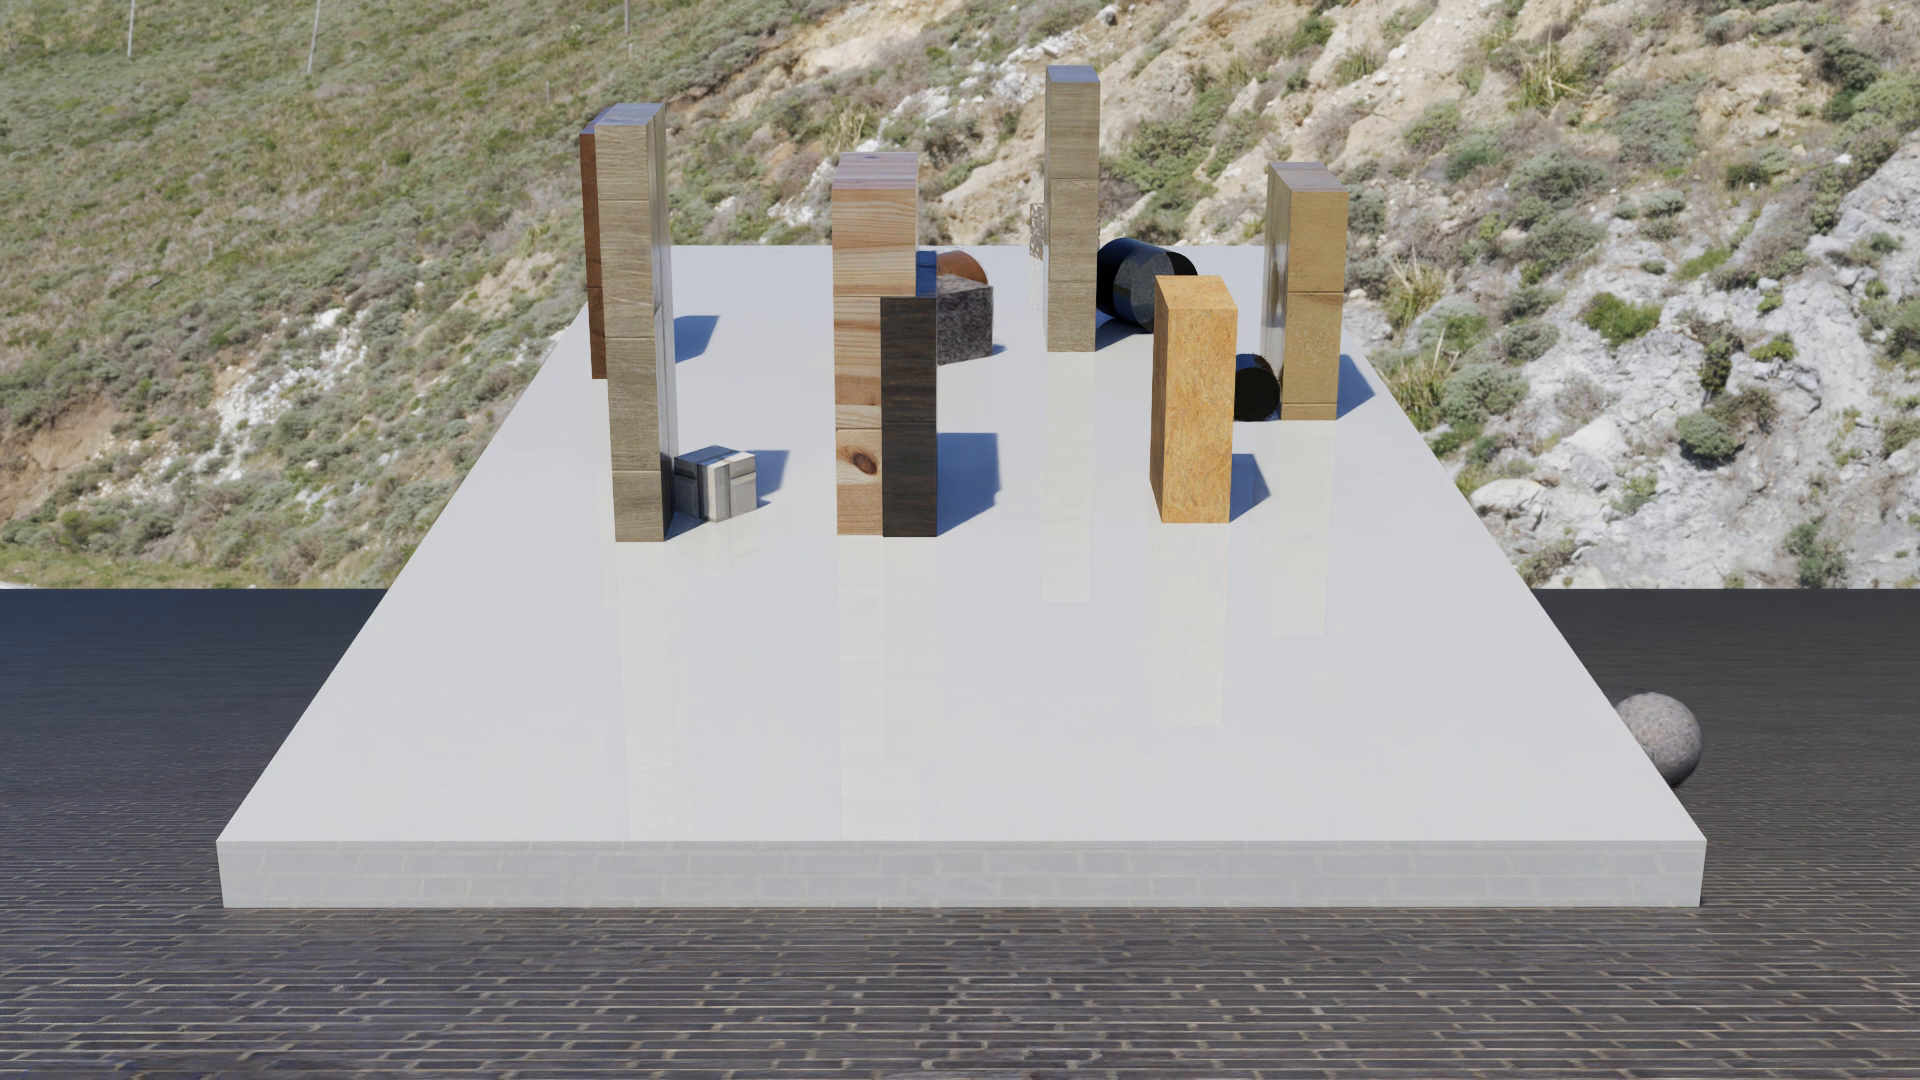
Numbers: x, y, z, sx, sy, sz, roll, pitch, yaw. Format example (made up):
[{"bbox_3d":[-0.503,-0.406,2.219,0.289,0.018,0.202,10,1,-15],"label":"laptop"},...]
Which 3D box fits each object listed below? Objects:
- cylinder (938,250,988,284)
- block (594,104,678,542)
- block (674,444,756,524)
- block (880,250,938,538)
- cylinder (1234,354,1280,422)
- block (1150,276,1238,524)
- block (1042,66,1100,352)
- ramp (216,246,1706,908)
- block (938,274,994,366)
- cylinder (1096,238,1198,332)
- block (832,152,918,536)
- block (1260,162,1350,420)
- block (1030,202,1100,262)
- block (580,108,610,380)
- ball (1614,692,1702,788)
[{"bbox_3d":[-0.063,-0.626,5.729,0.195,0.195,0.195,-1,13,43],"label":"cylinder"},{"bbox_3d":[-0.596,-0.405,4.190,0.090,0.771,0.277,0,19,0],"label":"block"},{"bbox_3d":[-0.472,-0.109,4.345,0.110,0.110,0.110,15,24,37],"label":"block"},{"bbox_3d":[-0.095,-0.289,4.337,0.101,0.457,0.421,0,19,0],"label":"block"},{"bbox_3d":[0.643,-0.340,5.002,0.125,0.125,0.125,0,19,2],"label":"cylinder"},{"bbox_3d":[0.449,-0.276,4.362,0.128,0.418,0.290,0,19,0],"label":"block"},{"bbox_3d":[0.274,-0.829,5.607,0.117,0.659,0.330,0,19,0],"label":"block"},{"bbox_3d":[-0.004,-0.196,4.926,2.000,0.100,4.000,0,19,0],"label":"ramp"},{"bbox_3d":[-0.040,-0.540,5.509,0.174,0.174,0.174,-13,23,-34],"label":"block"},{"bbox_3d":[0.472,-0.658,5.803,0.210,0.210,0.210,1,16,-30],"label":"cylinder"},{"bbox_3d":[-0.156,-0.385,4.315,0.149,0.652,0.419,0,19,0],"label":"block"},{"bbox_3d":[0.770,-0.567,5.074,0.122,0.508,0.385,0,19,0],"label":"block"},{"bbox_3d":[0.308,-0.903,6.604,0.154,0.154,0.154,-8,20,-22],"label":"block"},{"bbox_3d":[-0.821,-0.719,5.408,0.094,0.576,0.415,0,19,0],"label":"block"},{"bbox_3d":[1.461,0.427,4.756,0.207,0.207,0.207,0,-1,0],"label":"ball"}]
